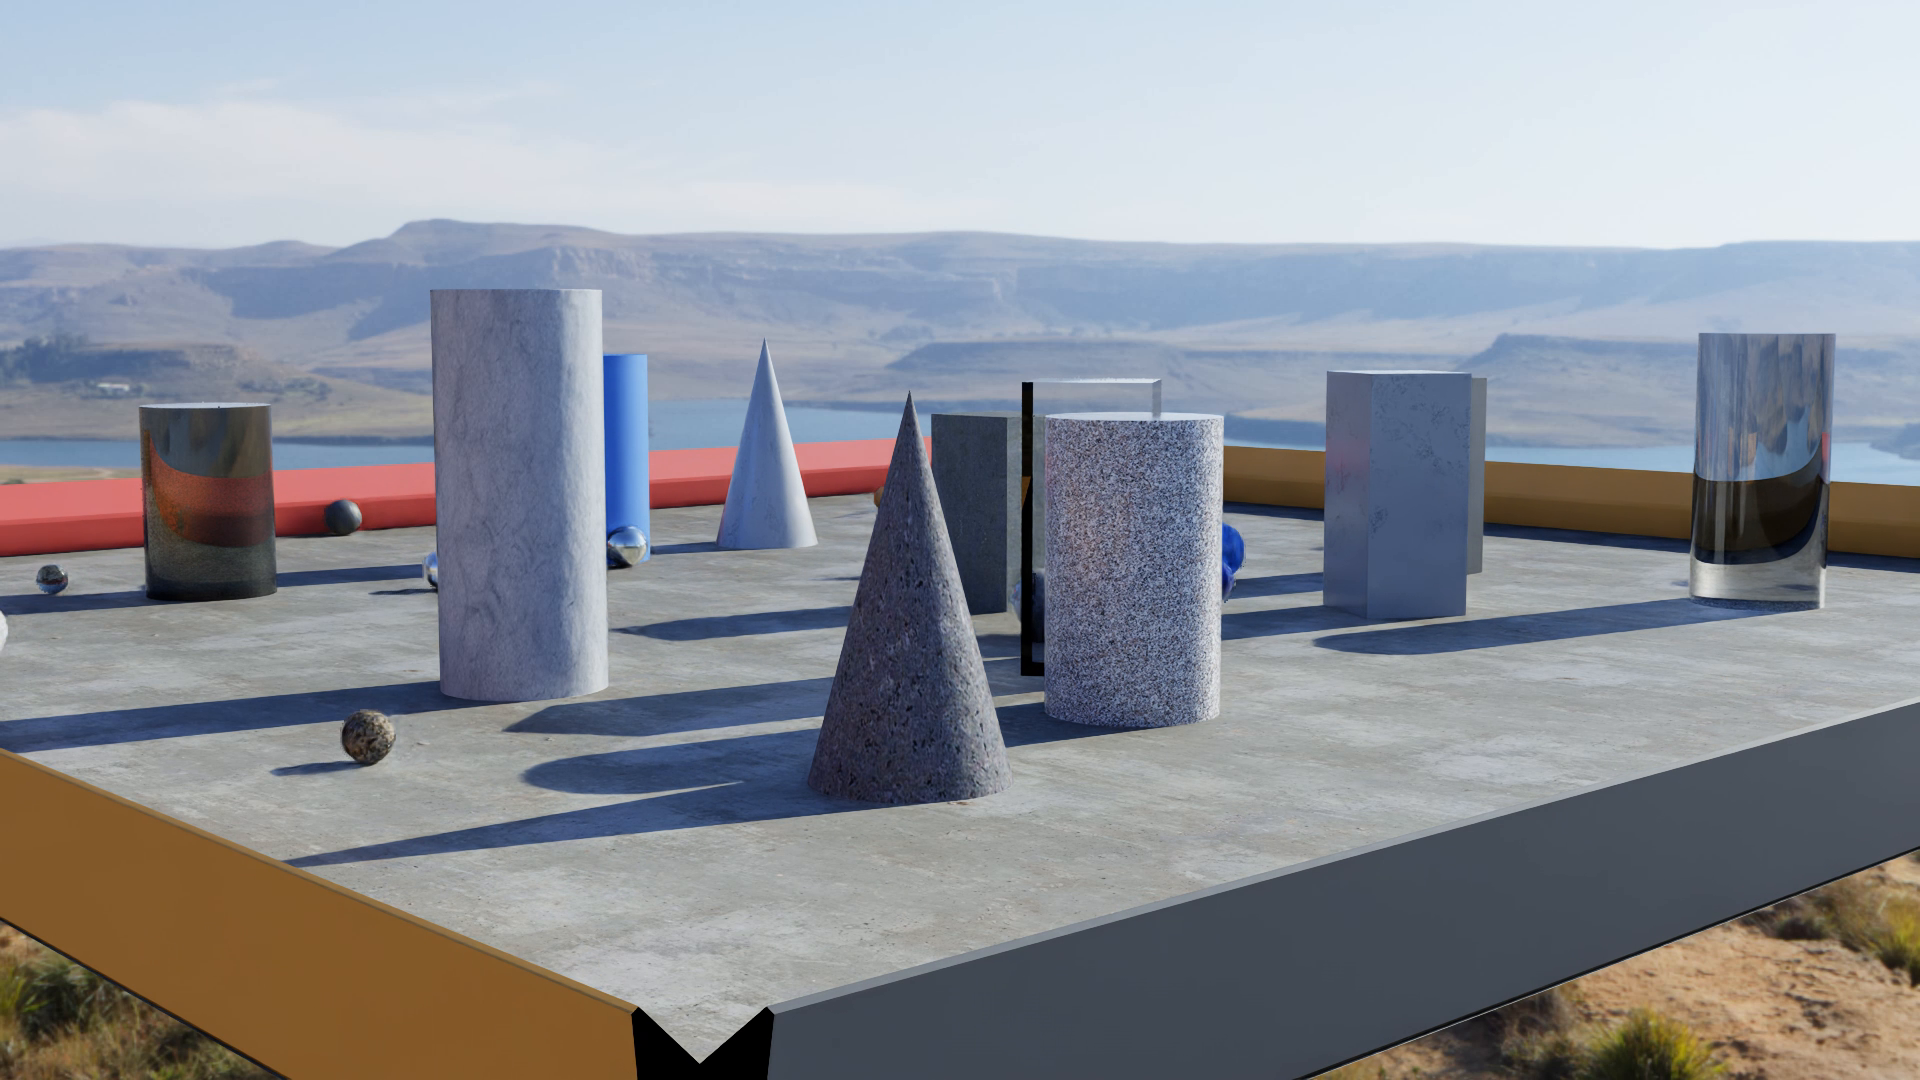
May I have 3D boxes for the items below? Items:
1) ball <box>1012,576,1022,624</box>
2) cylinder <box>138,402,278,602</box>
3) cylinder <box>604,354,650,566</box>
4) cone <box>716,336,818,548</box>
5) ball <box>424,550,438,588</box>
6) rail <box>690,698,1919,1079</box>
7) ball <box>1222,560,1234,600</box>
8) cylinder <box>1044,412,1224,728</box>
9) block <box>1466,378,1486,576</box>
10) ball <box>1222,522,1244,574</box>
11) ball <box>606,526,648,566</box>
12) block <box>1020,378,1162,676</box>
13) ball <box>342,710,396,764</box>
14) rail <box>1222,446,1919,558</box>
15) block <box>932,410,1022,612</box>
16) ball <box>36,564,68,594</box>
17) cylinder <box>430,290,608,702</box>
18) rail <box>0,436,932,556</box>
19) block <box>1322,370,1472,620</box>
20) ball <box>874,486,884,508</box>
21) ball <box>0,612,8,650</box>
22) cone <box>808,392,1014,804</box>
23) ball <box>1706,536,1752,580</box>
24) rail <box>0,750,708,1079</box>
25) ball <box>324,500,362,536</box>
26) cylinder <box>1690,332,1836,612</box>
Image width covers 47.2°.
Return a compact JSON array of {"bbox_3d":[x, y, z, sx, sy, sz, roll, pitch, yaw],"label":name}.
[{"bbox_3d":[0.120,0.083,3.009,0.098,0.098,0.098,0,6,0],"label":"ball"},{"bbox_3d":[-1.178,-0.063,3.450,0.196,0.296,0.196,0,6,0],"label":"cylinder"},{"bbox_3d":[-0.654,-0.147,3.921,0.196,0.365,0.196,0,6,0],"label":"cylinder"},{"bbox_3d":[-0.370,-0.190,4.188,0.196,0.396,0.196,0,6,0],"label":"cone"},{"bbox_3d":[-0.825,0.047,3.515,0.064,0.064,0.064,0,6,0],"label":"ball"},{"bbox_3d":[1.110,0.158,2.135,3.391,0.127,0.045,-5,8,-42],"label":"rail"},{"bbox_3d":[0.378,0.061,3.332,0.074,0.074,0.074,0,6,0],"label":"ball"},{"bbox_3d":[0.192,0.027,2.436,0.196,0.328,0.196,0,6,0],"label":"cylinder"},{"bbox_3d":[0.778,-0.109,3.721,0.157,0.331,0.157,5,8,42],"label":"block"},{"bbox_3d":[0.422,0.018,3.634,0.096,0.096,0.096,0,6,0],"label":"ball"},{"bbox_3d":[-0.580,0.011,3.825,0.072,0.072,0.072,0,6,0],"label":"ball"},{"bbox_3d":[0.165,-0.019,2.733,0.157,0.358,0.157,1,6,9],"label":"block"},{"bbox_3d":[-0.583,0.194,2.168,0.052,0.052,0.052,0,6,0],"label":"ball"},{"bbox_3d":[1.229,-0.085,4.459,0.045,0.127,3.322,-5,8,-42],"label":"rail"},{"bbox_3d":[0.067,-0.048,3.345,0.157,0.288,0.157,6,8,44],"label":"block"},{"bbox_3d":[-1.426,0.062,3.455,0.047,0.047,0.047,0,6,0],"label":"ball"},{"bbox_3d":[-0.516,-0.059,2.584,0.196,0.468,0.196,0,6,0],"label":"cylinder"},{"bbox_3d":[-1.110,-0.092,4.529,3.391,0.127,0.045,-5,8,-42],"label":"rail"},{"bbox_3d":[0.645,-0.071,3.255,0.157,0.354,0.157,-2,6,-14],"label":"block"},{"bbox_3d":[-0.165,-0.092,4.886,0.055,0.055,0.055,0,6,0],"label":"ball"},{"bbox_3d":[-1.243,0.114,2.761,0.087,0.087,0.087,0,6,0],"label":"ball"},{"bbox_3d":[-0.047,0.044,2.069,0.196,0.371,0.196,0,6,0],"label":"cone"},{"bbox_3d":[1.272,0.030,3.641,0.071,0.071,0.071,0,6,0],"label":"ball"},{"bbox_3d":[-1.229,0.151,2.204,0.045,0.127,3.322,-5,8,-42],"label":"rail"},{"bbox_3d":[-1.224,-0.045,4.363,0.071,0.071,0.071,0,6,0],"label":"ball"},{"bbox_3d":[1.215,-0.108,3.334,0.196,0.410,0.196,0,6,0],"label":"cylinder"}]
